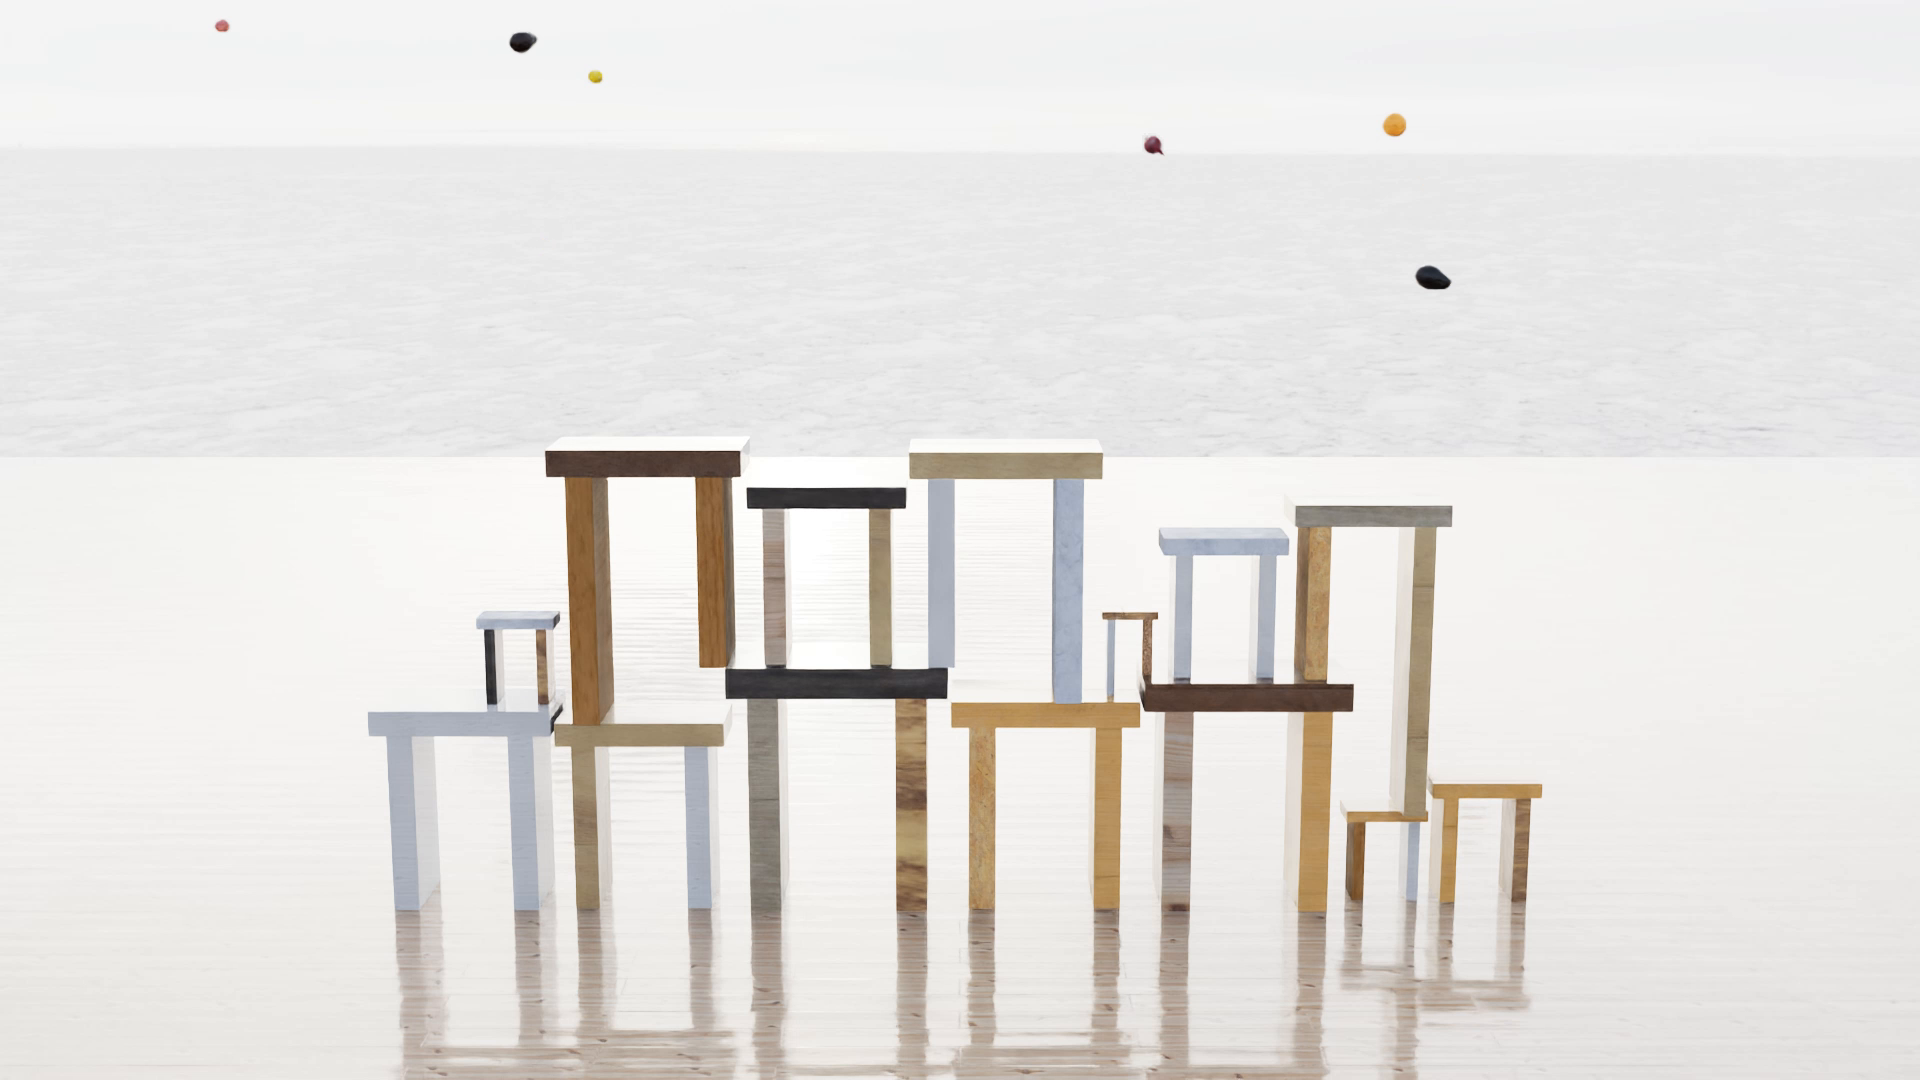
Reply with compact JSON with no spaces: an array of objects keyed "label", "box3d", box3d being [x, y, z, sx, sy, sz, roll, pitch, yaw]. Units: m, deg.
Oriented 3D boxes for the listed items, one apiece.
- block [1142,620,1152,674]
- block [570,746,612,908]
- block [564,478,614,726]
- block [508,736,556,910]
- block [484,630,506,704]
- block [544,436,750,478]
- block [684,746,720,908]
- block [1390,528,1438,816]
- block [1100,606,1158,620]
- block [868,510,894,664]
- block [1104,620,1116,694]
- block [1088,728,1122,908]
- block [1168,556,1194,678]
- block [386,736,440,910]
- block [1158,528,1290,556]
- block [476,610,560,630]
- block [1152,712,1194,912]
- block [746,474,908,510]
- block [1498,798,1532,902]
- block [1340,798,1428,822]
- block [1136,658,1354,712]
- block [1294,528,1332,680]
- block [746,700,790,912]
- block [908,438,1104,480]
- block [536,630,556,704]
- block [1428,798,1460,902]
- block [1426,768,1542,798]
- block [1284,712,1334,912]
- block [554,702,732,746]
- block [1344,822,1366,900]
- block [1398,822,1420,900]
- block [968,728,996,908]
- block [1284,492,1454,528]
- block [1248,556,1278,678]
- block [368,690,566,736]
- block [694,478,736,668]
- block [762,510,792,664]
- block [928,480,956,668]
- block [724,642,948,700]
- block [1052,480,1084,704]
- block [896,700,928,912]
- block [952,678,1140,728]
[{"label":"block","box3d":[0.306,0.170,3.590,0.013,0.091,0.045,0,11,0]},{"label":"block","box3d":[-0.609,0.456,3.643,0.039,0.274,0.137,0,11,0]},{"label":"block","box3d":[-0.601,0.086,3.573,0.044,0.402,0.154,0,11,0]},{"label":"block","box3d":[-0.708,0.447,3.638,0.041,0.293,0.146,0,11,0]},{"label":"block","box3d":[-0.761,0.200,3.596,0.018,0.125,0.063,0,11,0]},{"label":"block","box3d":[-0.498,-0.134,3.532,0.308,0.044,0.154,0,11,0]},{"label":"block","box3d":[-0.426,0.456,3.643,0.039,0.274,0.137,0,11,0]},{"label":"block","box3d":[0.740,0.204,3.597,0.035,0.479,0.125,0,11,0]},{"label":"block","box3d":[0.276,0.119,3.580,0.091,0.013,0.045,0,11,0]},{"label":"block","box3d":[-0.128,0.065,3.575,0.036,0.254,0.127,0,11,0]},{"label":"block","box3d":[0.246,0.186,3.593,0.013,0.125,0.045,0,11,0]},{"label":"block","box3d":[0.240,0.439,3.646,0.043,0.305,0.153,0,11,0]},{"label":"block","box3d":[0.359,0.115,3.585,0.028,0.201,0.100,0,11,0]},{"label":"block","box3d":[-0.903,0.447,3.638,0.041,0.293,0.146,0,11,0]},{"label":"block","box3d":[0.426,0.002,3.564,0.201,0.028,0.100,0,11,0]},{"label":"block","box3d":[-0.719,0.130,3.582,0.125,0.018,0.063,0,11,0]},{"label":"block","box3d":[0.351,0.426,3.638,0.047,0.335,0.167,0,11,0]},{"label":"block","box3d":[-0.212,-0.078,3.549,0.254,0.036,0.127,0,11,0]},{"label":"block","box3d":[0.922,0.502,3.657,0.025,0.177,0.089,0,11,0]},{"label":"block","box3d":[0.703,0.448,3.645,0.134,0.019,0.067,0,11,0]},{"label":"block","box3d":[0.463,0.238,3.603,0.335,0.047,0.167,0,11,0]},{"label":"block","box3d":[0.573,0.091,3.577,0.035,0.250,0.125,0,11,0]},{"label":"block","box3d":[-0.316,0.414,3.642,0.050,0.356,0.178,0,11,0]},{"label":"block","box3d":[0.072,-0.131,3.531,0.305,0.043,0.153,0,11,0]},{"label":"block","box3d":[-0.678,0.200,3.596,0.018,0.125,0.063,0,11,0]},{"label":"block","box3d":[0.804,0.502,3.657,0.025,0.177,0.089,0,11,0]},{"label":"block","box3d":[0.863,0.403,3.639,0.177,0.025,0.089,0,11,0]},{"label":"block","box3d":[0.575,0.426,3.638,0.047,0.335,0.167,0,11,0]},{"label":"block","box3d":[-0.518,0.302,3.614,0.274,0.039,0.137,0,11,0]},{"label":"block","box3d":[0.658,0.524,3.659,0.019,0.134,0.067,0,11,0]},{"label":"block","box3d":[0.747,0.524,3.659,0.019,0.134,0.067,0,11,0]},{"label":"block","box3d":[0.036,0.439,3.646,0.043,0.305,0.153,0,11,0]},{"label":"block","box3d":[0.657,-0.049,3.551,0.250,0.035,0.125,0,11,0]},{"label":"block","box3d":[0.493,0.115,3.585,0.028,0.201,0.100,0,11,0]},{"label":"block","box3d":[-0.806,0.283,3.607,0.292,0.041,0.146,0,11,0]},{"label":"block","box3d":[-0.396,0.039,3.564,0.044,0.308,0.154,0,11,0]},{"label":"block","box3d":[-0.297,0.065,3.575,0.036,0.254,0.127,0,11,0]},{"label":"block","box3d":[-0.029,0.041,3.562,0.043,0.305,0.153,0,11,0]},{"label":"block","box3d":[-0.198,0.214,3.605,0.356,0.050,0.178,0,11,0]},{"label":"block","box3d":[0.174,0.070,3.568,0.043,0.364,0.153,0,11,0]},{"label":"block","box3d":[-0.079,0.414,3.642,0.050,0.356,0.178,0,11,0]},{"label":"block","box3d":[0.138,0.268,3.614,0.305,0.043,0.153,0,11,0]}]
